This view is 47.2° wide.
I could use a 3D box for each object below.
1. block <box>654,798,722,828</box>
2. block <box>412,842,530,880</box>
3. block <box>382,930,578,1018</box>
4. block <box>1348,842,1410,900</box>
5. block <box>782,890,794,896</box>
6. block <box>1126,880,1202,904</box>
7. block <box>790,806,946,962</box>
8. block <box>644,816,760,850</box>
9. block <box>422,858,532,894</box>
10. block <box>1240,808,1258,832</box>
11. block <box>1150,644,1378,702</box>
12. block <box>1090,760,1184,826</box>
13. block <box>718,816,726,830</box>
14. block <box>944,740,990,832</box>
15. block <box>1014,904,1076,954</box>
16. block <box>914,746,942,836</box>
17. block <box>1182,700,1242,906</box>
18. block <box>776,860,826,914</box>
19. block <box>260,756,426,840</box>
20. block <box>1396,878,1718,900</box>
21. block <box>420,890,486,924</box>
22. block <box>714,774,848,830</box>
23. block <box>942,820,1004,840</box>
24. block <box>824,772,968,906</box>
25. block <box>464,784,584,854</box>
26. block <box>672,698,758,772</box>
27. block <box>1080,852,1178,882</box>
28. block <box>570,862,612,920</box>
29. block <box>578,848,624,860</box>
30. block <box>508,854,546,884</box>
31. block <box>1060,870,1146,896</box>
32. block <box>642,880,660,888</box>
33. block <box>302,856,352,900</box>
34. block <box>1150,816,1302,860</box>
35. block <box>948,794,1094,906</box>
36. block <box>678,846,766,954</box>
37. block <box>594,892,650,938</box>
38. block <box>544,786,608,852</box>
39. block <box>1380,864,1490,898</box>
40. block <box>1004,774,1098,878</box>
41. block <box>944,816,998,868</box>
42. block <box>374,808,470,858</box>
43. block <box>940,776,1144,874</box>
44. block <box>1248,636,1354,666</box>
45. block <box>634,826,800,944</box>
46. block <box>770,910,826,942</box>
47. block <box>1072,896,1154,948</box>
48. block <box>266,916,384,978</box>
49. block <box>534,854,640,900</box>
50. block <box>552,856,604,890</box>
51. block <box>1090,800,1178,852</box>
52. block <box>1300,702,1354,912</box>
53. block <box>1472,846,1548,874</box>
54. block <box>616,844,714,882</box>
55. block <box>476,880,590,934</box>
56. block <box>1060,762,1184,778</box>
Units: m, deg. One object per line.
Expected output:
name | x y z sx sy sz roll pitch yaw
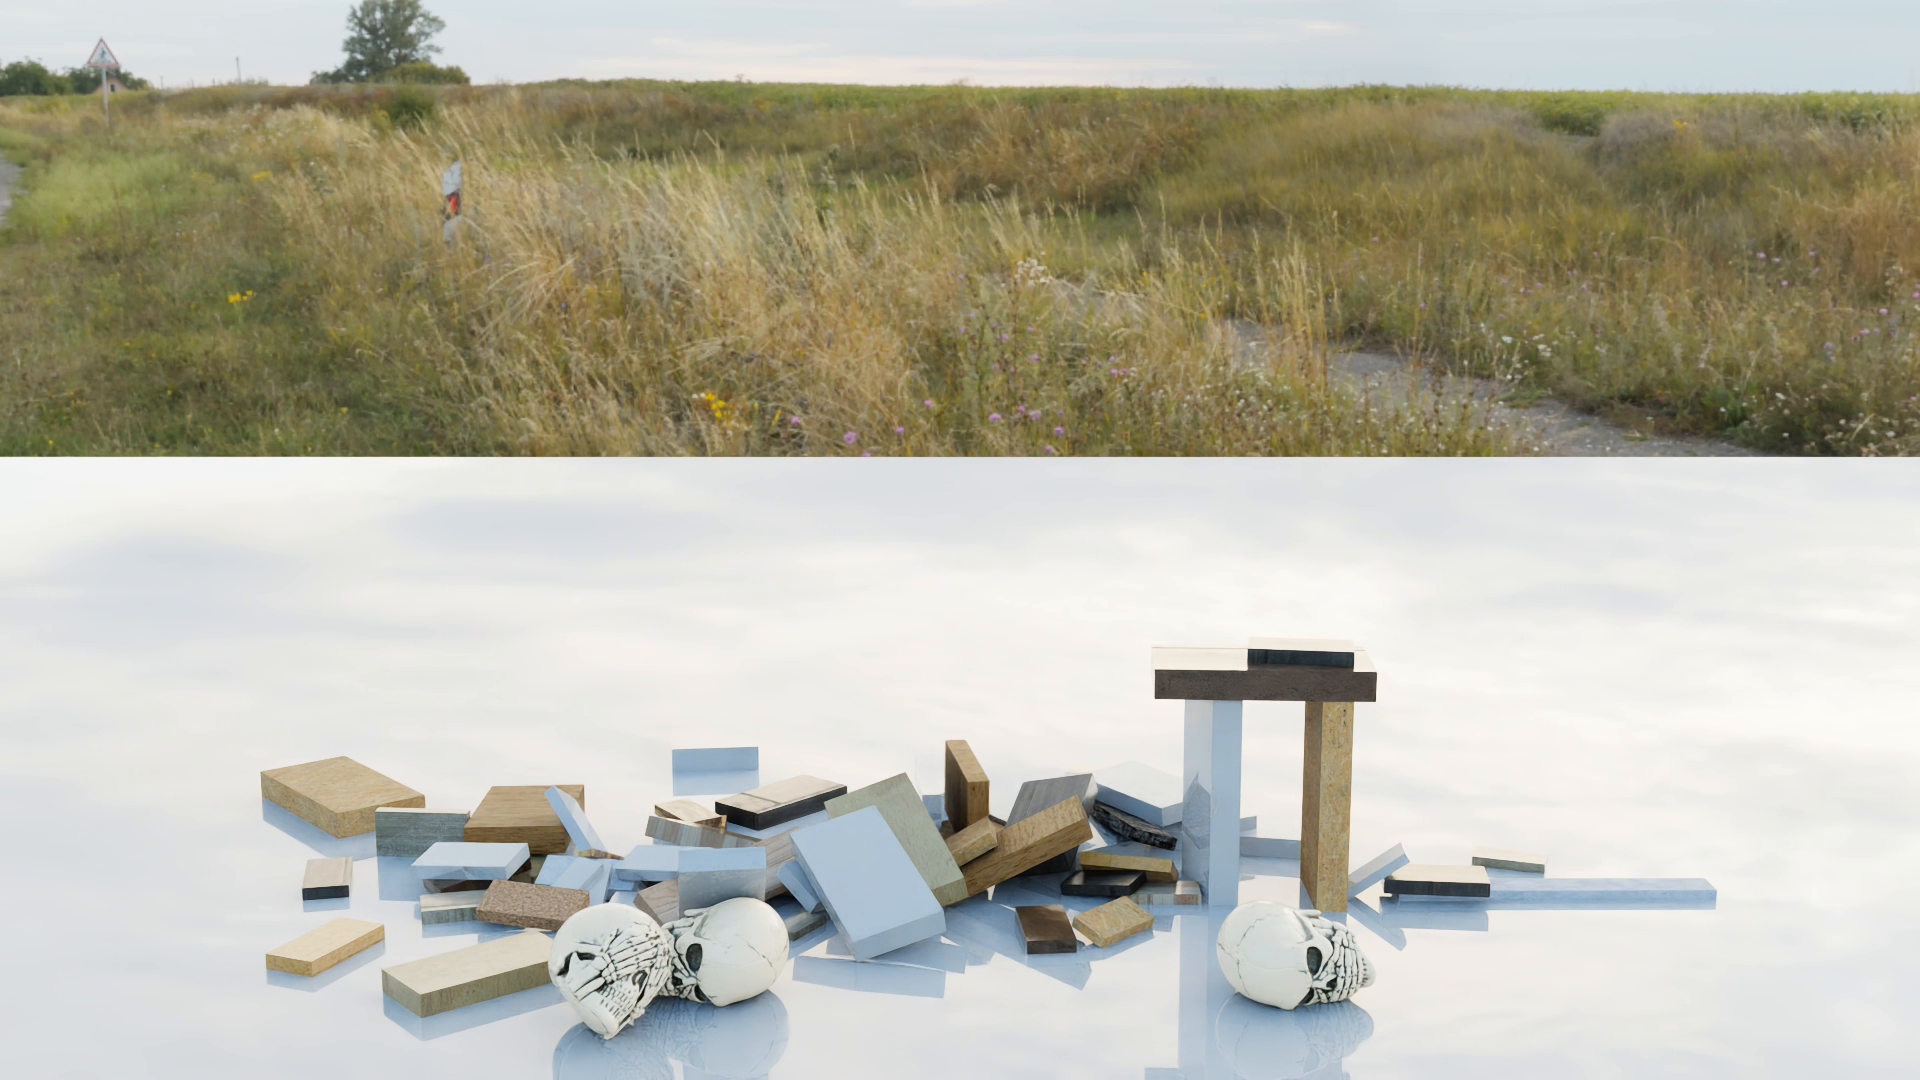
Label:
block | -0.495 0.500 3.999 0.067 0.019 0.134 -7 13 -34
block | -0.820 0.538 3.686 0.174 0.025 0.087 -2 18 17
block | -0.715 0.644 3.278 0.255 0.036 0.127 -9 14 -39
block | 0.688 0.550 3.651 0.122 0.017 0.061 -34 5 10
block | -0.339 0.559 3.655 0.148 0.021 0.074 14 6 -20
block | 0.332 0.585 3.646 0.129 0.018 0.064 0 11 1
block | -0.149 0.542 3.493 0.149 0.042 0.298 -17 33 -17
block | -0.408 0.524 3.805 0.255 0.036 0.127 8 -8 37
block | -0.812 0.558 3.697 0.161 0.023 0.081 -18 20 -31
block | 0.450 0.490 3.954 0.085 0.024 0.171 -5 12 -26
block | 0.493 0.217 3.604 0.354 0.050 0.177 1 11 3
block | 0.339 0.458 3.986 0.122 0.035 0.244 -13 15 -31
block | -0.491 0.520 3.996 0.130 0.018 0.065 -1 11 -3
block | 0.011 0.451 3.875 0.037 0.132 0.264 -1 11 -9
block | 0.135 0.615 3.475 0.077 0.022 0.155 -1 11 -6
block | -0.057 0.460 3.868 0.033 0.116 0.293 -1 11 -4
block | 0.419 0.410 3.668 0.050 0.354 0.177 -2 11 -9
block | -0.210 0.556 3.619 0.090 0.026 0.181 44 28 25
block | -1.161 0.480 4.130 0.171 0.048 0.342 -9 14 -39
block | 0.988 0.582 3.665 0.526 0.017 0.061 0 11 0
block | -0.795 0.595 3.580 0.161 0.023 0.081 -3 11 -15
block | -0.333 0.490 4.117 0.116 0.033 0.232 9 14 40
block | -0.033 0.534 3.880 0.232 0.033 0.116 -8 13 -36
block | -0.108 0.508 3.623 0.149 0.042 0.298 -19 34 -11
block | -0.777 0.499 3.945 0.171 0.048 0.342 -1 6 -4
block | -0.509 0.401 4.552 0.171 0.048 0.381 -1 11 -7
block | 0.285 0.553 3.696 0.155 0.022 0.077 3 -25 16
block | -0.612 0.573 3.604 0.067 0.019 0.134 0 27 -1
block | -0.597 0.544 3.733 0.093 0.013 0.046 23 -29 -34
block | -0.748 0.560 3.766 0.164 0.023 0.082 10 15 43
block | 0.238 0.570 3.657 0.129 0.018 0.064 -5 12 30
block | -0.522 0.563 3.764 0.065 0.018 0.130 -5 12 -24
block | -1.067 0.571 3.714 0.075 0.021 0.149 -2 11 -13
block | 0.497 0.525 3.922 0.299 0.035 0.122 2 11 13
block | 0.090 0.516 3.661 0.264 0.037 0.132 -26 10 3
block | -0.361 0.546 3.323 0.127 0.255 0.036 -2 53 -8
block | -0.535 0.602 3.544 0.075 0.021 0.149 1 11 5
block | -0.661 0.496 3.809 0.149 0.021 0.075 50 1 34
block | 0.787 0.564 3.648 0.171 0.024 0.085 1 11 6
block | 0.149 0.496 3.824 0.132 0.037 0.264 -10 22 19
block | -0.024 0.530 3.682 0.181 0.026 0.090 -30 10 3
block | -0.941 0.514 3.856 0.164 0.082 0.023 1 11 5
block | 0.134 0.512 3.975 0.149 0.042 0.452 -7 13 -33
block | 0.556 0.182 3.589 0.171 0.024 0.086 2 11 9
block | -0.365 0.556 3.567 0.356 0.026 0.090 -17 54 -47
block | -0.258 0.614 3.502 0.046 0.013 0.093 6 12 29
block | 0.243 0.605 3.483 0.064 0.018 0.129 33 29 34
block | -0.979 0.628 3.398 0.087 0.025 0.174 4 11 23
block | -0.618 0.564 3.669 0.164 0.023 0.082 3 27 6
block | -0.628 0.555 3.605 0.046 0.013 0.093 11 29 20
block | 0.282 0.496 3.927 0.077 0.022 0.412 16 0 -14
block | 0.606 0.416 3.636 0.050 0.354 0.177 0 11 0
block | 0.954 0.554 3.813 0.122 0.017 0.061 4 11 20
block | -0.487 0.536 3.641 0.148 0.021 0.074 -2 24 25
block | -0.685 0.587 3.529 0.161 0.023 0.081 6 29 8
block | 0.322 0.471 4.214 0.244 0.035 0.122 4 11 19
